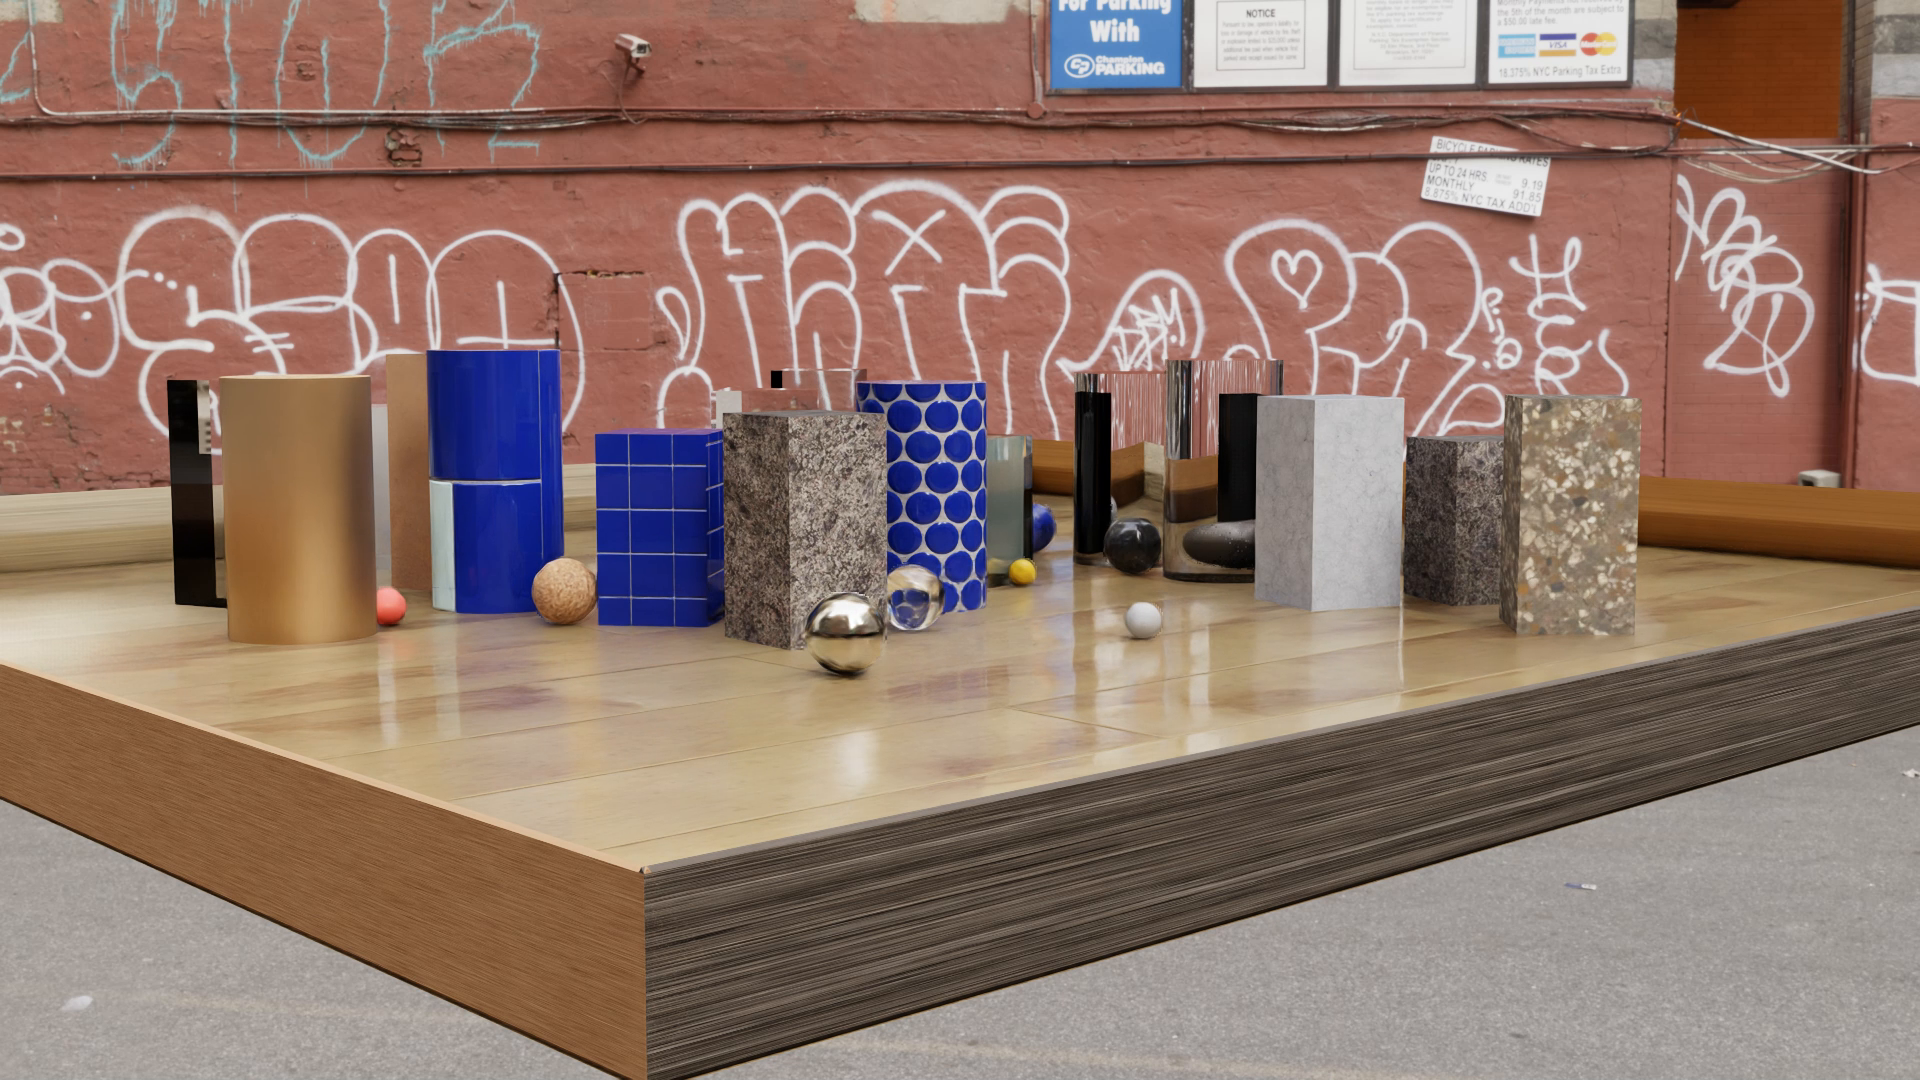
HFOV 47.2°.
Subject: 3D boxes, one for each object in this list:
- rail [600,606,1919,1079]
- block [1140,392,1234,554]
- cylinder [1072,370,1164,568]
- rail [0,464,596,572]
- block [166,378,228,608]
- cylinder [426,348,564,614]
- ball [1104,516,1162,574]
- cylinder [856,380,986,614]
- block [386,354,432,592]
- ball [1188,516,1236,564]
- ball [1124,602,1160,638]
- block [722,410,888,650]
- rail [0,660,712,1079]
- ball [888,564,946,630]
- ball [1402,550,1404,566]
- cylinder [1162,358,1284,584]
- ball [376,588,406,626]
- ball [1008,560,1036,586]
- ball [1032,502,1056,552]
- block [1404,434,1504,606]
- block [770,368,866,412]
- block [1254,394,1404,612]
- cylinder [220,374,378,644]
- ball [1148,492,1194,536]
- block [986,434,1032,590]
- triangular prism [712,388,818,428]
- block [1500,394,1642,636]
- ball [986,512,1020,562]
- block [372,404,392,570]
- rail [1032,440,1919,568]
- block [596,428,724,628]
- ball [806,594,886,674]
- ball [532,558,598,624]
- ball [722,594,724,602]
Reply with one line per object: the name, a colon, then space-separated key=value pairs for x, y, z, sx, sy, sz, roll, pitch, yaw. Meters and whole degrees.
rail: x=0.945 y=0.140 z=2.314 sx=3.101 sy=0.129 sz=0.045 roll=-5 pitch=8 yaw=-42
block: x=0.425 y=-0.128 z=4.115 sx=0.159 sy=0.291 sz=0.159 roll=1 pitch=6 yaw=11
cylinder: x=0.300 y=-0.129 z=3.899 sx=0.198 sy=0.336 sz=0.198 roll=0 pitch=6 yaw=0
rail: x=-0.945 y=-0.073 z=4.350 sx=3.101 sy=0.129 sz=0.045 roll=-5 pitch=8 yaw=-42
block: x=-1.088 y=-0.076 z=3.365 sx=0.159 sy=0.341 sz=0.159 roll=3 pitch=7 yaw=25
cylinder: x=-0.700 y=-0.094 z=3.320 sx=0.198 sy=0.386 sz=0.198 roll=0 pitch=6 yaw=0
ball: x=0.293 y=0.008 z=3.734 sx=0.099 sy=0.099 sz=0.099 roll=0 pitch=6 yaw=0
cylinder: x=-0.059 y=-0.070 z=3.323 sx=0.198 sy=0.338 sz=0.198 roll=0 pitch=6 yaw=0
block: x=-0.807 y=-0.112 z=3.554 sx=0.159 sy=0.375 sz=0.159 roll=4 pitch=7 yaw=32
ball: x=0.443 y=-0.001 z=3.882 sx=0.085 sy=0.085 sz=0.085 roll=0 pitch=6 yaw=0
ball: x=0.249 y=0.109 z=2.997 sx=0.050 sy=0.050 sz=0.050 roll=0 pitch=6 yaw=0
block: x=-0.210 y=-0.019 z=2.985 sx=0.159 sy=0.307 sz=0.159 roll=-5 pitch=8 yaw=-39
rail: x=-1.122 y=0.141 z=2.302 sx=0.045 sy=0.129 sz=2.833 roll=-5 pitch=8 yaw=-42
ball: x=-0.067 y=0.080 z=3.066 sx=0.093 sy=0.093 sz=0.093 roll=0 pitch=6 yaw=0
ball: x=0.773 y=0.030 z=3.694 sx=0.063 sy=0.063 sz=0.063 roll=0 pitch=6 yaw=0
cylinder: x=0.440 y=-0.120 z=3.681 sx=0.198 sy=0.364 sz=0.198 roll=0 pitch=6 yaw=0
ball: x=-0.812 y=0.095 z=3.118 sx=0.053 sy=0.053 sz=0.053 roll=0 pitch=6 yaw=0
ball: x=0.100 y=0.052 z=3.574 sx=0.043 sy=0.043 sz=0.043 roll=0 pitch=6 yaw=0
ball: x=0.130 y=-0.022 z=4.052 sx=0.093 sy=0.093 sz=0.093 roll=0 pitch=6 yaw=0
block: x=0.799 y=-0.033 z=3.409 sx=0.159 sy=0.248 sz=0.159 roll=-2 pitch=6 yaw=-17
block: x=-0.272 y=-0.165 z=4.273 sx=0.159 sy=0.331 sz=0.159 roll=1 pitch=6 yaw=7
block: x=0.562 y=-0.061 z=3.357 sx=0.159 sy=0.314 sz=0.159 roll=-3 pitch=7 yaw=-24
cylinder: x=-0.907 y=-0.047 z=3.019 sx=0.198 sy=0.355 sz=0.198 roll=0 pitch=6 yaw=0
ball: x=0.416 y=-0.051 z=4.347 sx=0.088 sy=0.088 sz=0.088 roll=0 pitch=6 yaw=0
block: x=0.010 y=-0.051 z=3.610 sx=0.159 sy=0.241 sz=0.159 roll=4 pitch=7 yaw=33
triangular prism: x=-0.327 y=-0.074 z=3.428 sx=0.172 sy=0.324 sz=0.149 roll=-3 pitch=7 yaw=-26
block: x=0.856 y=-0.039 z=3.097 sx=0.159 sy=0.325 sz=0.159 roll=1 pitch=6 yaw=5
ball: x=0.062 y=-0.007 z=3.922 sx=0.089 sy=0.089 sz=0.089 roll=0 pitch=6 yaw=0
block: x=-0.991 y=-0.097 z=3.872 sx=0.159 sy=0.279 sz=0.159 roll=-2 pitch=6 yaw=-20
rail: x=1.122 y=-0.074 z=4.362 sx=0.045 sy=0.129 sz=2.833 roll=-5 pitch=8 yaw=-42
block: x=-0.426 y=-0.021 z=3.179 sx=0.159 sy=0.272 sz=0.159 roll=1 pitch=6 yaw=7
ball: x=-0.141 y=0.115 z=2.703 sx=0.099 sy=0.099 sz=0.099 roll=0 pitch=6 yaw=0
ball: x=-0.563 y=0.073 z=3.133 sx=0.094 sy=0.094 sz=0.094 roll=0 pitch=6 yaw=0
ball: x=-0.318 y=0.084 z=3.195 sx=0.054 sy=0.054 sz=0.054 roll=0 pitch=6 yaw=0
